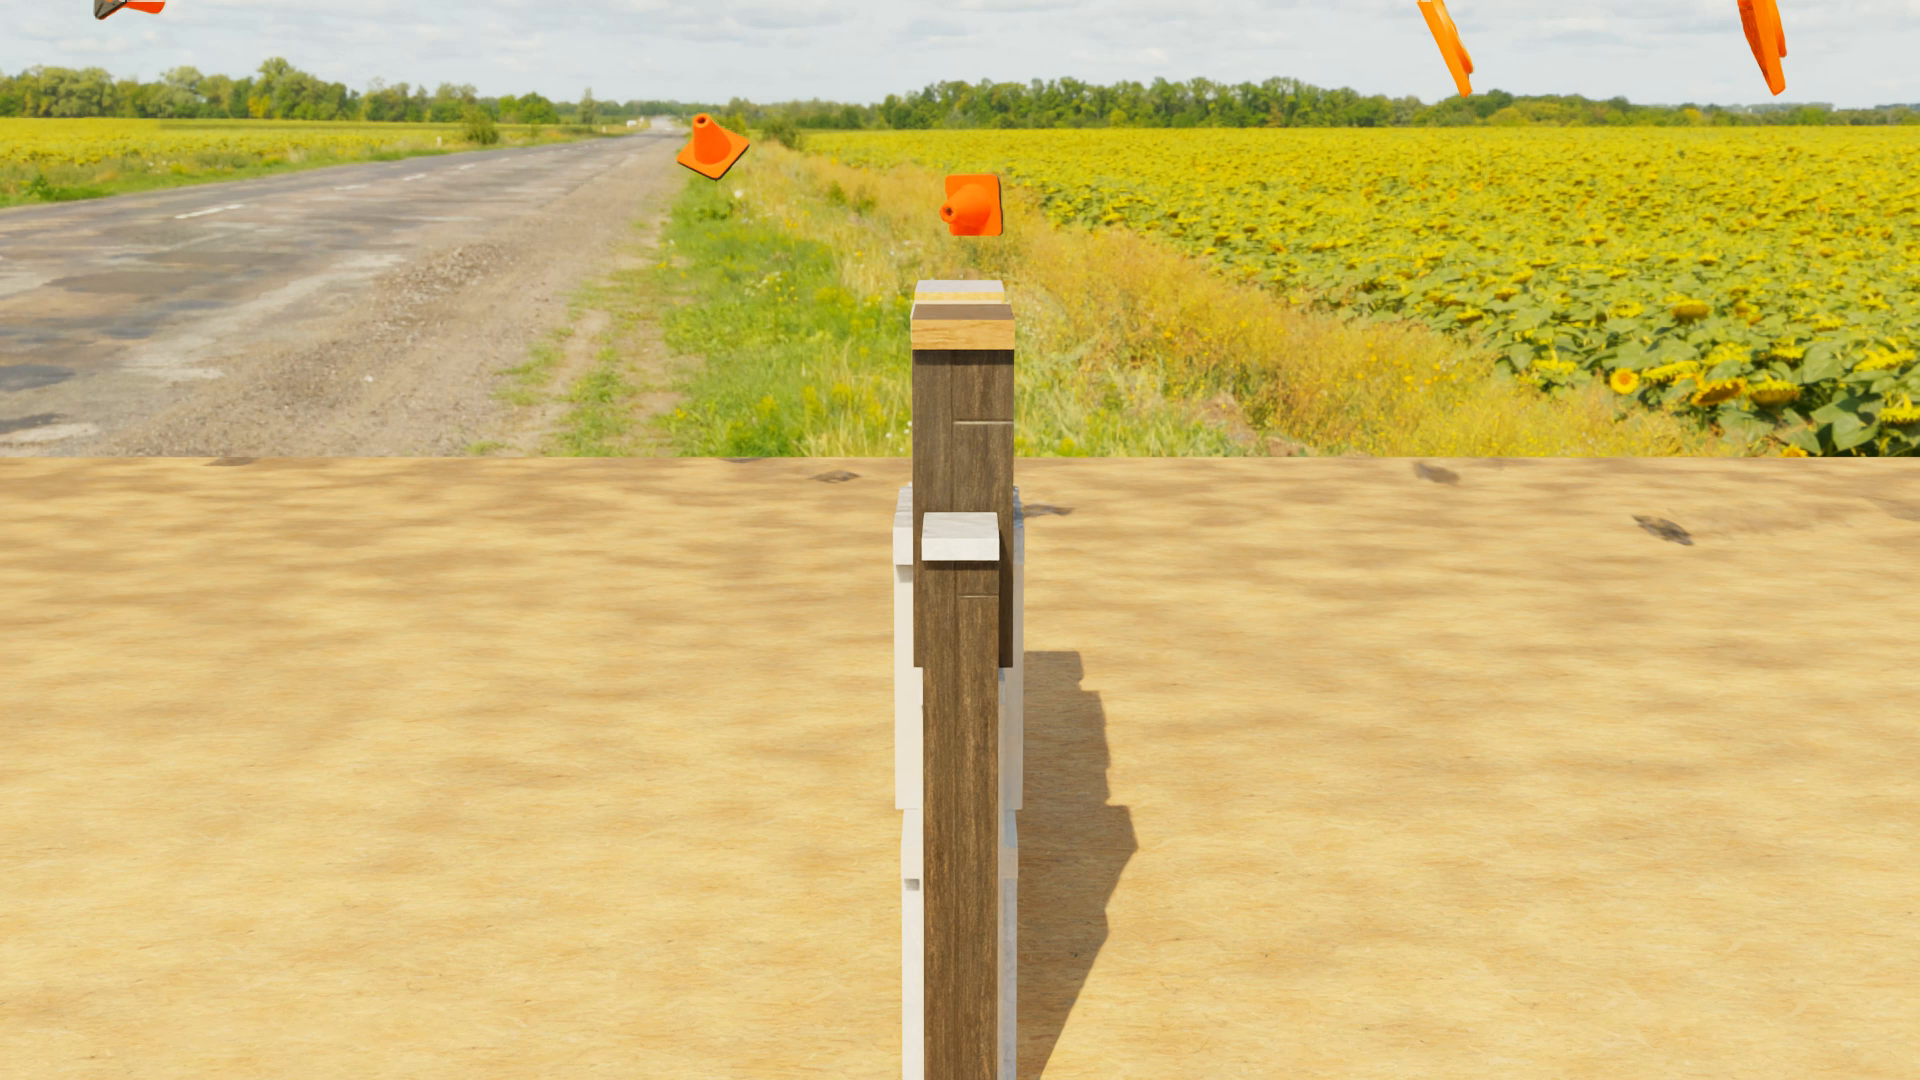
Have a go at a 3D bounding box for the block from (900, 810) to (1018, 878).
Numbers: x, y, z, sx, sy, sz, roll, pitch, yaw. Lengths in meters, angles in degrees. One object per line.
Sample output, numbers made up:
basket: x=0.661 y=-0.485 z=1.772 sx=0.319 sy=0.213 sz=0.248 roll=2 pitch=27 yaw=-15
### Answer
block: x=-0.001 y=0.389 z=2.985 sx=0.151 sy=0.043 sz=0.301 roll=0 pitch=11 yaw=0

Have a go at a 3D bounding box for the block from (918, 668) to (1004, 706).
block: x=0.002 y=0.170 z=2.807 sx=0.106 sy=0.030 sz=0.212 roll=0 pitch=11 yaw=0

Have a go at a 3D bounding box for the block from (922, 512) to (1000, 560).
block: x=0.001 y=-0.005 z=2.621 sx=0.089 sy=0.025 sz=0.178 roll=0 pitch=11 yaw=0

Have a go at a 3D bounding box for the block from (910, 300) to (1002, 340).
block: x=-0.004 y=-0.339 z=3.381 sx=0.139 sy=0.039 sz=0.278 roll=0 pitch=11 yaw=0

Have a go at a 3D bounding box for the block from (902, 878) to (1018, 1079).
block: x=-0.001 y=0.576 z=2.917 sx=0.151 sy=0.301 sz=0.043 roll=0 pitch=11 yaw=0

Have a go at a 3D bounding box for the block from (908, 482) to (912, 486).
block: x=-0.004 y=-0.045 z=3.559 sx=0.165 sy=0.047 sz=0.330 roll=0 pitch=11 yaw=0

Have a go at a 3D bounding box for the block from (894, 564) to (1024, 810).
block: x=-0.001 y=0.192 z=2.983 sx=0.173 sy=0.346 sz=0.049 roll=0 pitch=11 yaw=0

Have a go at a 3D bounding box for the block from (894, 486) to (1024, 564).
block: x=-0.001 y=-0.023 z=3.060 sx=0.173 sy=0.049 sz=0.346 roll=0 pitch=11 yaw=0

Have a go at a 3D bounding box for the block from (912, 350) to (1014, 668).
block: x=0.004 y=-0.041 z=2.753 sx=0.126 sy=0.404 sz=0.036 roll=0 pitch=11 yaw=0

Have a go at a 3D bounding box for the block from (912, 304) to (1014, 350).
block: x=0.004 y=-0.273 z=2.795 sx=0.126 sy=0.036 sz=0.251 roll=0 pitch=11 yaw=0

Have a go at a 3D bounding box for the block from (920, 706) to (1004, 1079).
block: x=0.002 y=0.470 z=2.792 sx=0.106 sy=0.556 sz=0.030 roll=0 pitch=11 yaw=0

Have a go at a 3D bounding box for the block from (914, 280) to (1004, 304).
block: x=-0.001 y=-0.403 z=3.662 sx=0.144 sy=0.041 sz=0.287 roll=0 pitch=11 yaw=0

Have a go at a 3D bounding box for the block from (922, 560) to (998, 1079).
block: x=0.001 y=0.394 z=2.635 sx=0.089 sy=0.764 sz=0.025 roll=0 pitch=11 yaw=0
